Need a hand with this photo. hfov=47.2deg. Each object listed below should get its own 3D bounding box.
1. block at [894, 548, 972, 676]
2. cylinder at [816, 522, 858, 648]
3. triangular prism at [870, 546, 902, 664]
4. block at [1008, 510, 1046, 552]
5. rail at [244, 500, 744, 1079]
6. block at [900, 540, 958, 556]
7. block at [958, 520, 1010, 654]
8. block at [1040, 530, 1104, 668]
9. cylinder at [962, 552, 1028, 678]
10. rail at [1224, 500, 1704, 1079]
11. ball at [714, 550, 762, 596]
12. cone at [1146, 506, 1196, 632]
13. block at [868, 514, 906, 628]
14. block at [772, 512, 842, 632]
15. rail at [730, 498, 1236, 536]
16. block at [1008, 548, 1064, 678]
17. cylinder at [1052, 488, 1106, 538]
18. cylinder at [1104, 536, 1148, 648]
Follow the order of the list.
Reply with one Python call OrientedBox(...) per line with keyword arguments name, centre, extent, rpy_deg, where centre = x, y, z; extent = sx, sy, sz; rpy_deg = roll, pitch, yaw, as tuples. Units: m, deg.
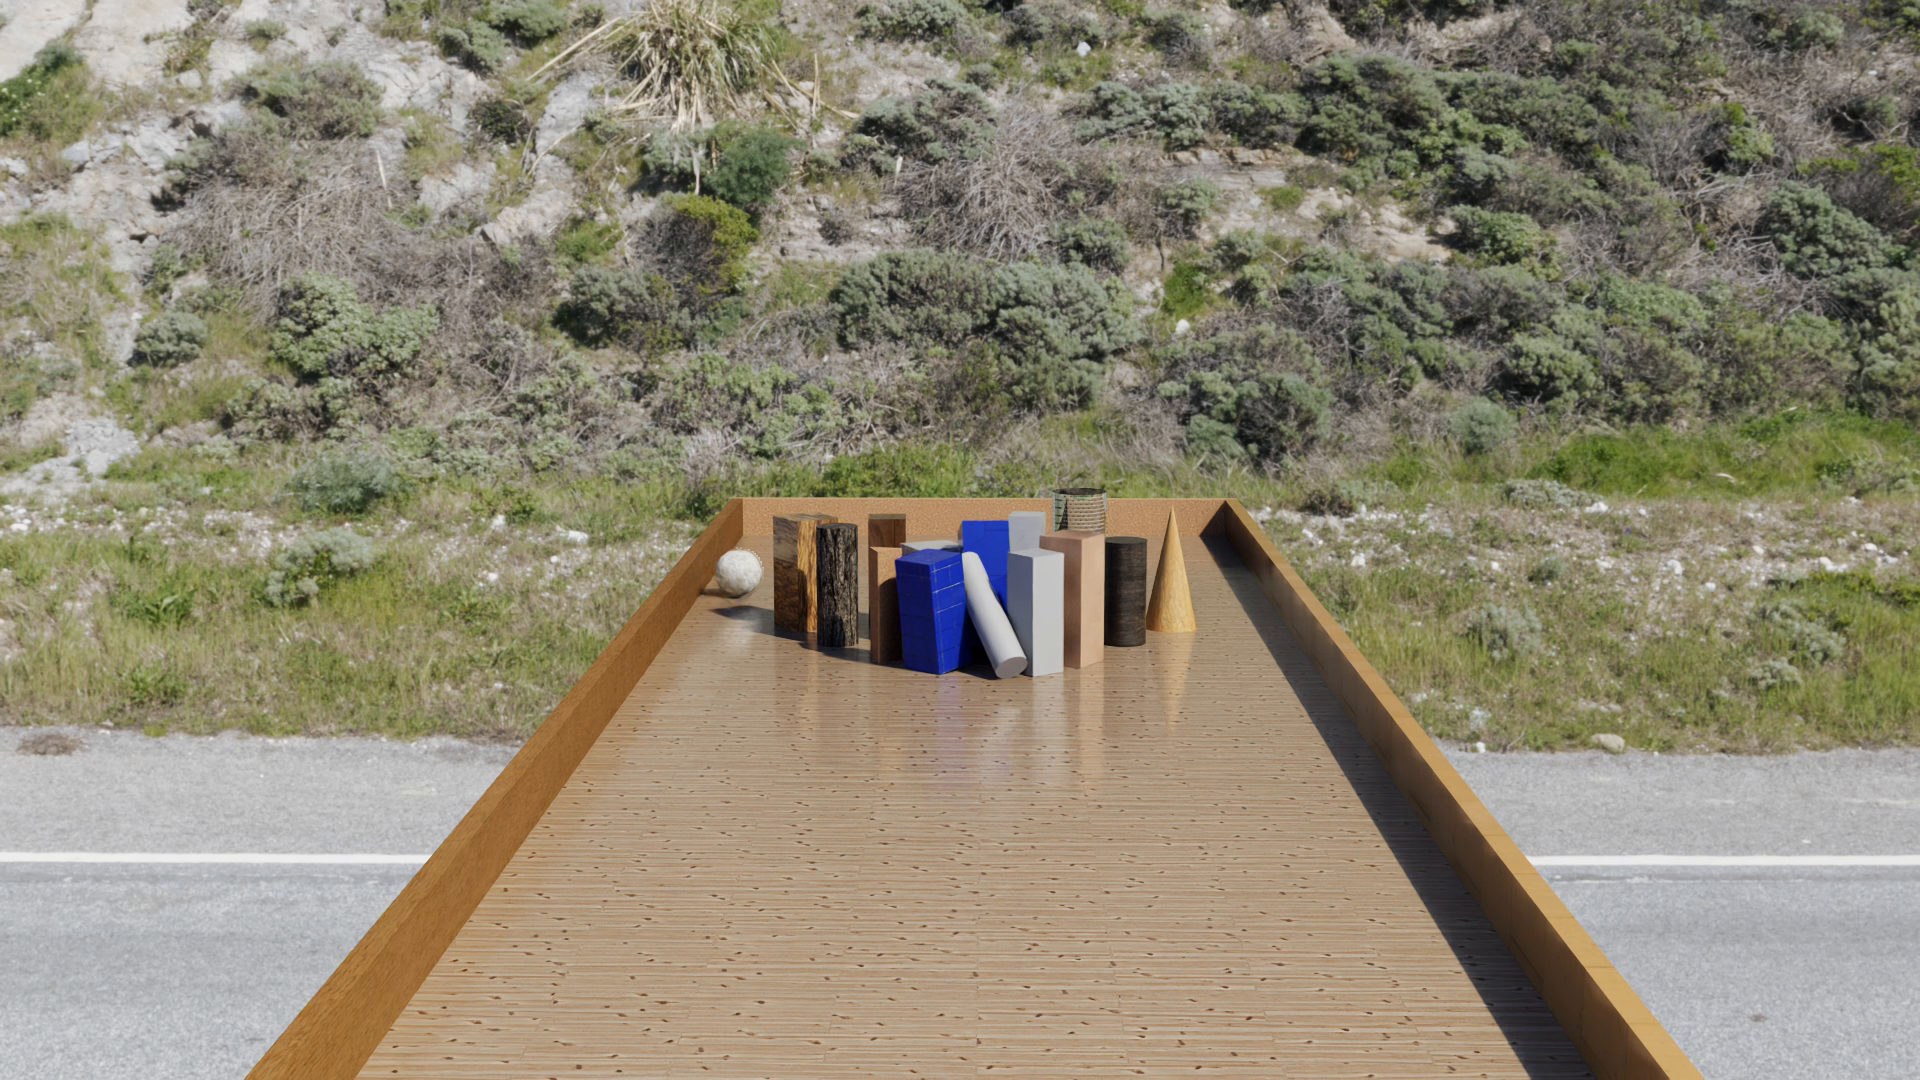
OrientedBox(name="block", centre=(-0.080, 0.212, 6.544), extent=(0.141, 0.338, 0.141), rpy_deg=(8, 19, 42))
OrientedBox(name="cylinder", centre=(-0.386, 0.141, 6.923), extent=(0.130, 0.375, 0.130), rpy_deg=(0, 9, 0))
OrientedBox(name="triangular prism", centre=(-0.241, 0.195, 6.681), extent=(0.085, 0.343, 0.098), rpy_deg=(8, 12, 43))
OrientedBox(name="block", centre=(0.210, 0.120, 6.938), extent=(0.103, 0.411, 0.103), rpy_deg=(2, 9, 11))
OrientedBox(name="rail", centre=(-1.004, 0.839, 3.234), extent=(0.050, 0.150, 12.000), rpy_deg=(0, 9, 1))
OrientedBox(name="block", centre=(-0.083, 0.170, 6.936), extent=(0.165, 0.312, 0.165), rpy_deg=(-4, 9, -23))
OrientedBox(name="block", centre=(0.077, 0.145, 6.766), extent=(0.143, 0.388, 0.143), rpy_deg=(-1, -12, -7))
OrientedBox(name="block", centre=(0.338, 0.177, 6.646), extent=(0.145, 0.391, 0.145), rpy_deg=(6, 11, 32))
OrientedBox(name="cylinder", centre=(0.081, 0.221, 6.535), extent=(0.100, 0.100, 0.412), rpy_deg=(-4, 49, -26))
OrientedBox(name="rail", centre=(1.046, 0.843, 3.208), extent=(0.050, 0.150, 12.000), rpy_deg=(0, 9, 1))
OrientedBox(name="ball", centre=(-0.783, 0.116, 7.756), extent=(0.164, 0.164, 0.164), rpy_deg=(0, 9, 0))
OrientedBox(name="cone", centre=(0.689, 0.083, 7.172), extent=(0.174, 0.411, 0.174), rpy_deg=(0, 9, 0))
OrientedBox(name="block", centre=(-0.238, 0.101, 7.225), extent=(0.122, 0.360, 0.122), rpy_deg=(0, 9, -1))
OrientedBox(name="block", centre=(-0.499, 0.103, 7.209), extent=(0.165, 0.361, 0.165), rpy_deg=(-6, 11, -32))
OrientedBox(name="rail", centre=(0.099, -0.098, 9.147), extent=(2.100, 0.150, 0.050), rpy_deg=(0, 9, 1))
OrientedBox(name="block", centre=(0.223, 0.214, 6.514), extent=(0.118, 0.358, 0.118), rpy_deg=(-8, 12, -38))
OrientedBox(name="cylinder", centre=(0.387, 0.065, 7.164), extent=(0.176, 0.450, 0.176), rpy_deg=(0, 9, 0))
OrientedBox(name="cylinder", centre=(0.516, 0.162, 6.936), extent=(0.145, 0.329, 0.145), rpy_deg=(0, 9, 0))
